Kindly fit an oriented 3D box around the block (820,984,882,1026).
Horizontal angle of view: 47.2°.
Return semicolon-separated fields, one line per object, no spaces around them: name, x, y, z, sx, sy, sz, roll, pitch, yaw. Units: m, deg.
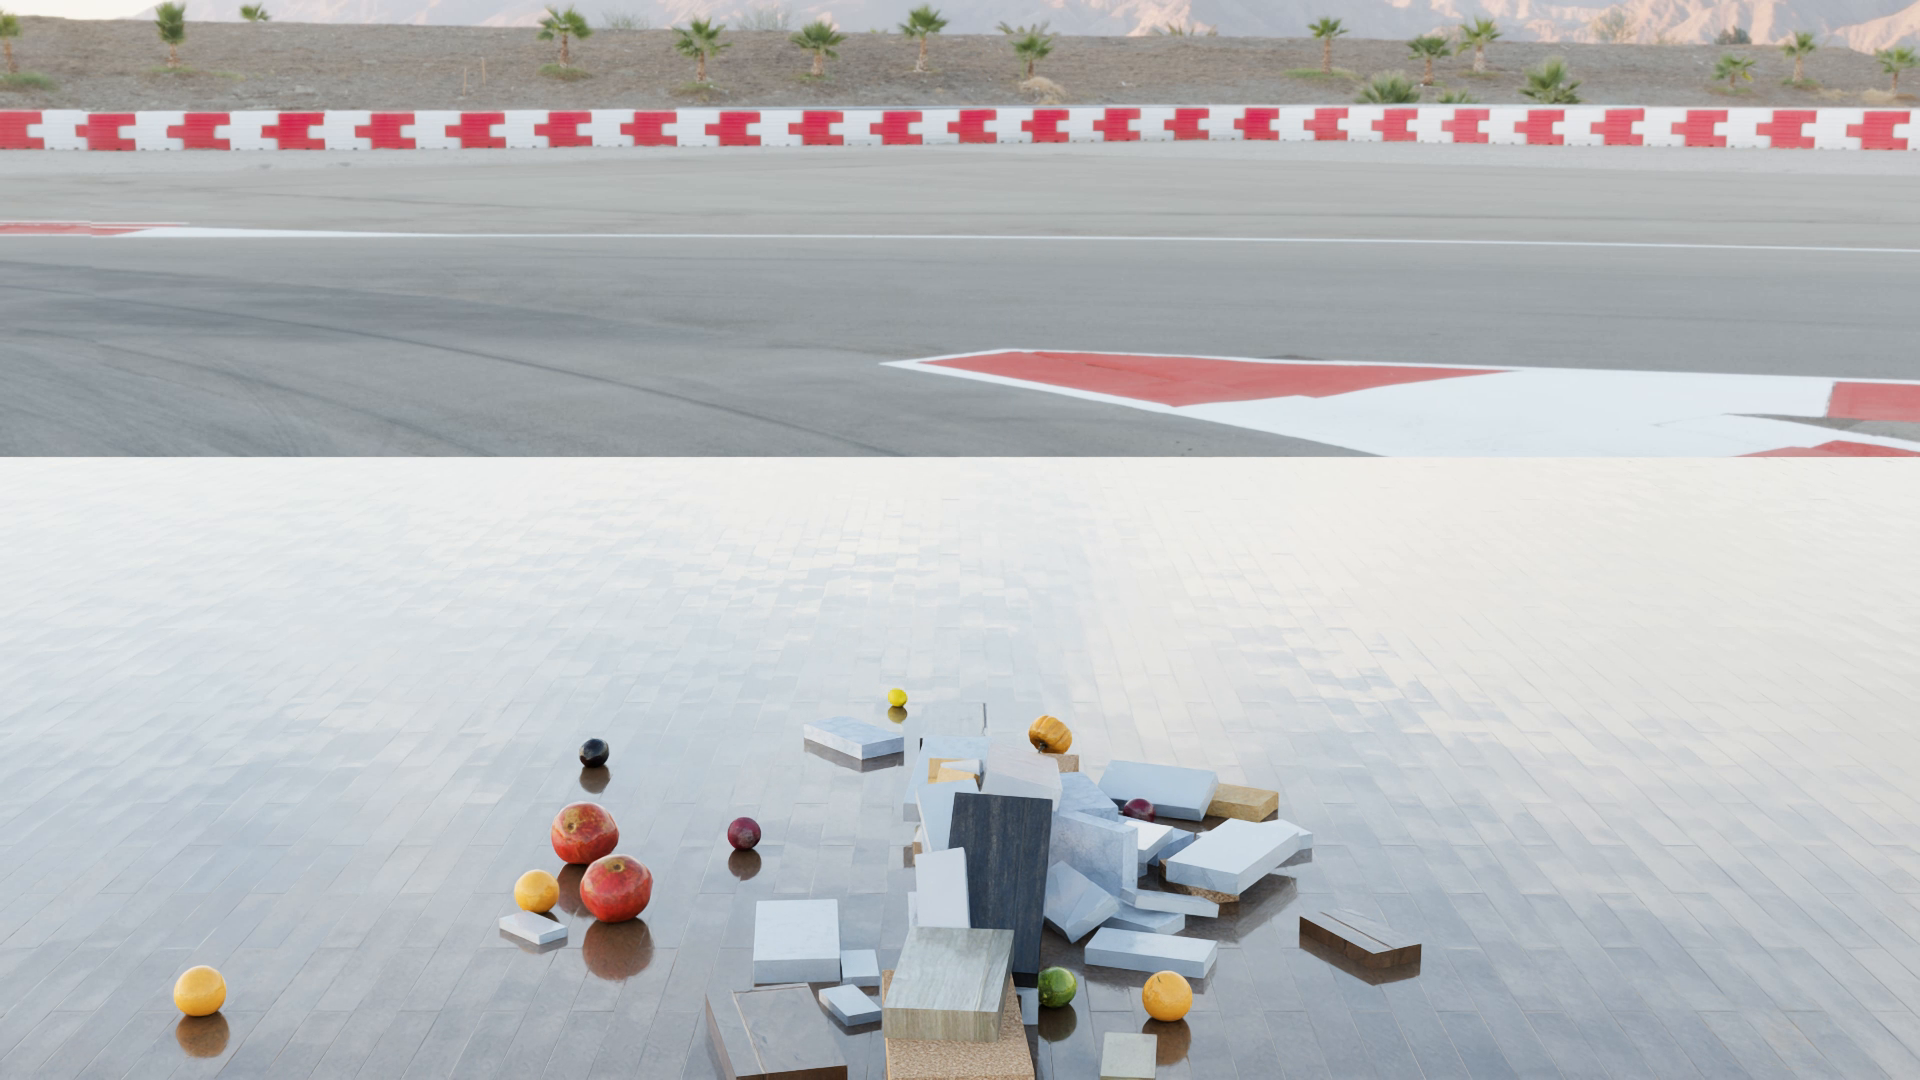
block;-0.159;0.673;3.182;0.054;0.015;0.108;-5;12;-24

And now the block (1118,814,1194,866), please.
block;0.291;0.528;3.916;0.226;0.032;0.113;9;14;39

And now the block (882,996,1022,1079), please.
block;-0.009;0.715;2.857;0.179;0.051;0.521;0;11;1

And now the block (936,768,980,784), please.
block;-0.017;0.479;3.877;0.073;0.147;0.021;7;-13;33

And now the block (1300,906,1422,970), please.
block;0.623;0.620;3.433;0.093;0.026;0.185;-6;12;-27

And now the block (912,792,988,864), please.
block;0.007;0.468;3.581;0.129;0.036;0.294;1;9;7

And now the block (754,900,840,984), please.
block;-0.253;0.620;3.409;0.129;0.036;0.257;-1;11;-4

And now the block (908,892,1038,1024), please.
block;0.015;0.622;3.295;0.179;0.051;0.357;0;14;-2

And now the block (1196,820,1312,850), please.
block;0.522;0.533;3.902;0.185;0.026;0.093;-5;12;-26

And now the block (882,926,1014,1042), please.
block;-0.011;0.596;2.968;0.148;0.042;0.295;1;11;6

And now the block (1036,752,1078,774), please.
block;0.150;0.476;4.194;0.113;0.032;0.391;2;11;9

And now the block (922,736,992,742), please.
block;-0.004;0.452;4.161;0.135;0.038;0.269;0;22;0

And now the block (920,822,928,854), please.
block;0.014;0.522;3.325;0.129;0.036;0.257;-3;35;-4

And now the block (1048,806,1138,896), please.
block;0.164;0.518;3.690;0.313;0.134;0.038;10;14;42

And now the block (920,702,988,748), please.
block;-0.012;0.384;4.466;0.135;0.038;0.269;0;11;0

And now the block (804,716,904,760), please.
block;-0.222;0.408;4.564;0.106;0.030;0.212;-8;13;-37

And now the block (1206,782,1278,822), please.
block;0.481;0.487;4.139;0.212;0.030;0.106;6;12;28

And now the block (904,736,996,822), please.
block;-0.018;0.444;4.080;0.134;0.038;0.267;3;22;7

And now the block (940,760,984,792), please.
block;0.008;0.466;3.905;0.073;0.147;0.021;-8;-13;22

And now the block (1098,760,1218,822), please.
block;0.366;0.468;4.117;0.212;0.030;0.106;4;37;26

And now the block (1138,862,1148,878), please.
block;0.178;0.546;3.804;0.267;0.038;0.134;10;14;43

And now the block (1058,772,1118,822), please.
block;0.202;0.475;4.027;0.113;0.032;0.226;-2;11;-13

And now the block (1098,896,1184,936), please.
block;0.268;0.605;3.527;0.166;0.023;0.083;8;13;38

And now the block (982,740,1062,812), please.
block;0.108;0.411;3.866;0.129;0.036;0.481;15;1;1

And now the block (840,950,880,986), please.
block;-0.152;0.647;3.322;0.054;0.015;0.108;-1;11;-6

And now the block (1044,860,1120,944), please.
block;0.171;0.580;3.535;0.095;0.027;0.190;-33;21;-14

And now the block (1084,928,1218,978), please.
block;0.293;0.632;3.371;0.185;0.026;0.093;4;11;19

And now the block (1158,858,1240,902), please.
block;0.401;0.572;3.701;0.083;0.023;0.166;-3;11;-14

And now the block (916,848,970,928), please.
block;-0.025;0.514;3.170;0.072;0.020;0.144;-10;48;6

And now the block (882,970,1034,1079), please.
block;-0.008;0.656;2.900;0.179;0.051;0.357;-1;11;-4

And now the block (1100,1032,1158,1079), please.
block;0.230;0.707;2.981;0.072;0.020;0.144;1;11;6

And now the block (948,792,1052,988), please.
block;0.051;0.508;3.215;0.148;0.042;0.295;4;50;5

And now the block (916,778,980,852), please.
block;-0.006;0.444;3.383;0.095;0.027;0.190;-5;35;-8

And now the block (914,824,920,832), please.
block;-0.033;0.532;3.811;0.054;0.015;0.107;-5;38;-25

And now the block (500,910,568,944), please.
block;-0.678;0.615;3.493;0.108;0.015;0.054;10;14;43

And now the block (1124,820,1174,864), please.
block;0.304;0.519;3.784;0.083;0.023;0.166;5;9;21

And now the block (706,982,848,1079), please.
block;-0.256;0.689;3.022;0.148;0.042;0.295;-3;11;-14

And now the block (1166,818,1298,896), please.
block;0.464;0.535;3.729;0.129;0.036;0.257;7;13;30

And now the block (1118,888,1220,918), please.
block;0.336;0.583;3.540;0.144;0.020;0.072;9;-1;-17

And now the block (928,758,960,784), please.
block;-0.021;0.467;3.940;0.073;0.147;0.021;1;-12;7
